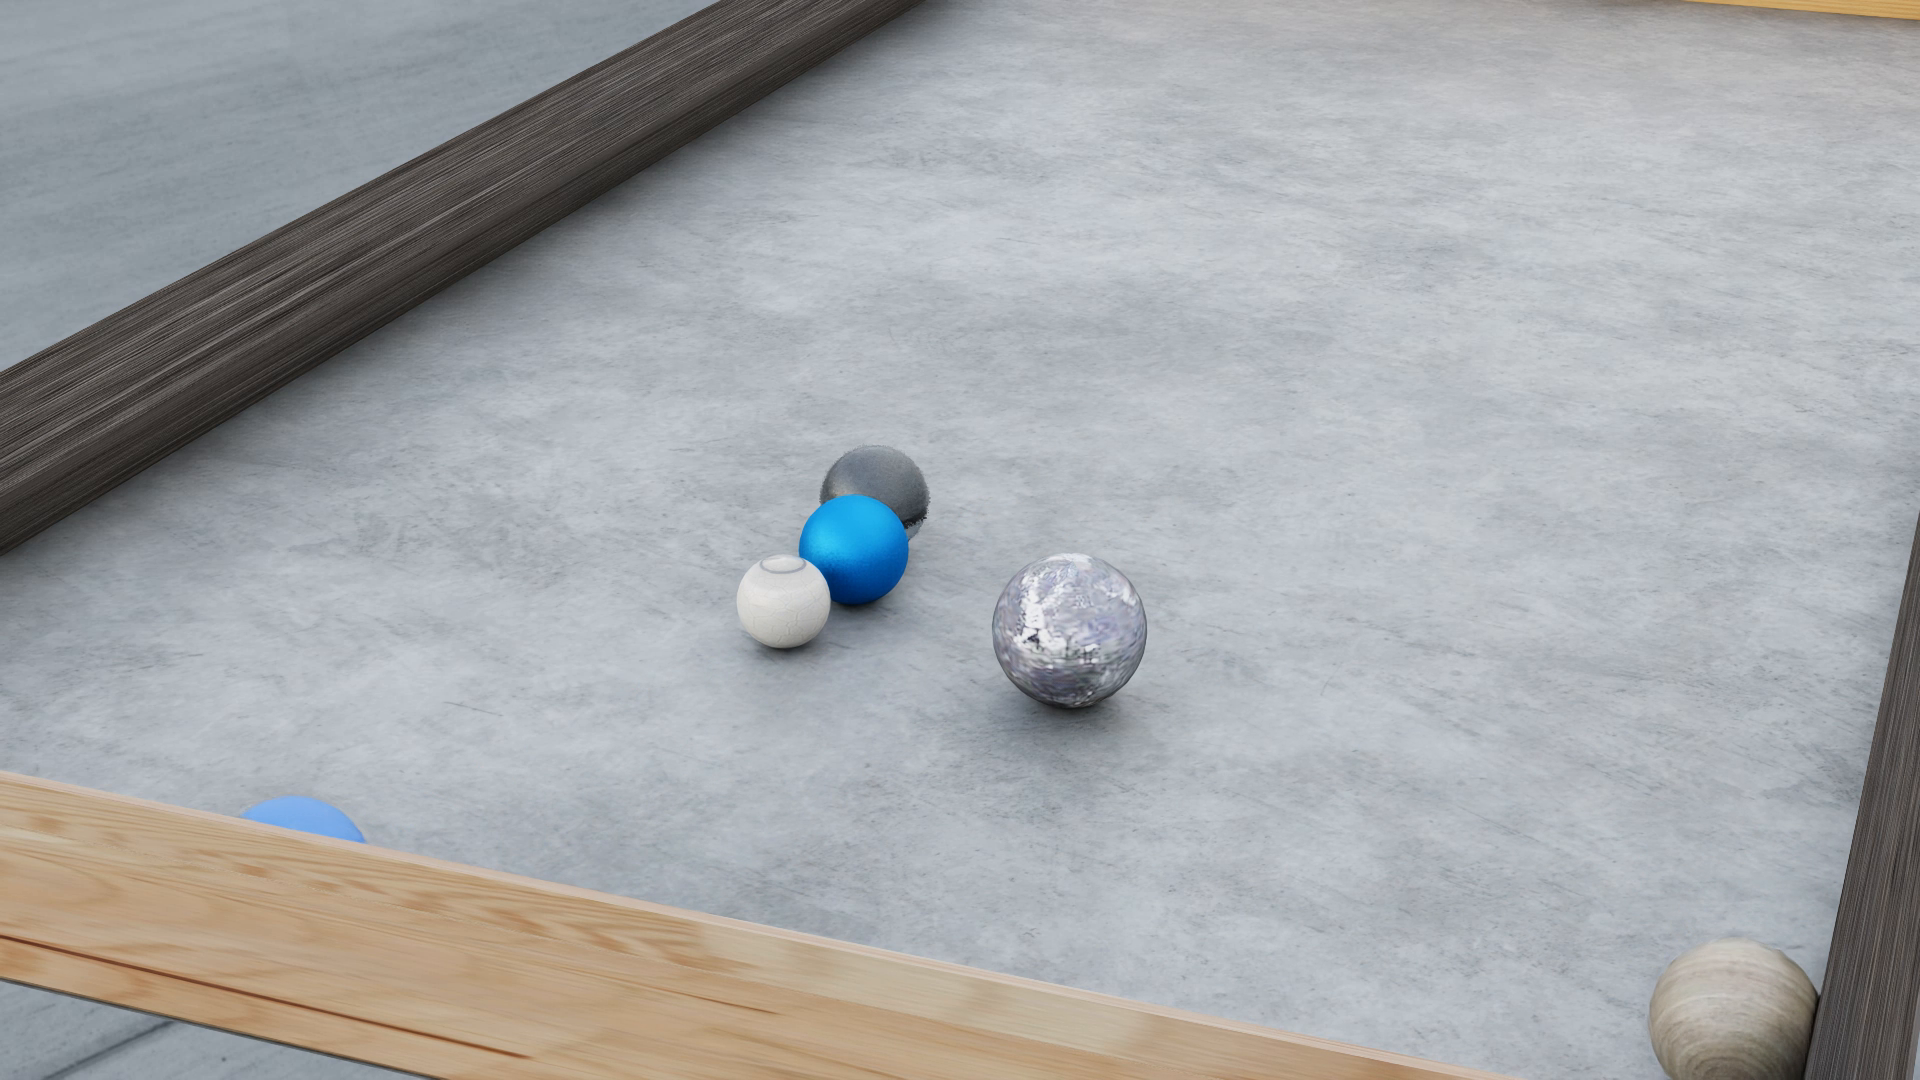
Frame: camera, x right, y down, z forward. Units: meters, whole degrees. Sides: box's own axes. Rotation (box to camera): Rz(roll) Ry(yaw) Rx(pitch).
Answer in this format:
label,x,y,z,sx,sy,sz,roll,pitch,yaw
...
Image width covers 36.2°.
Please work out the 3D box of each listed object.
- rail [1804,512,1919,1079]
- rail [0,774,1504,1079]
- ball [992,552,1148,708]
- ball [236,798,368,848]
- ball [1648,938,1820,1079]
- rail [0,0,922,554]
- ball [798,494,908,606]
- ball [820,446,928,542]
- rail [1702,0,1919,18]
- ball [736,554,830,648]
label,x,y,z,sx,sy,sz,roll,pitch,yaw
rail,0.803,-0.173,2.293,0.045,0.125,2.527,9,25,19
rail,-0.215,0.205,1.432,1.285,0.125,0.045,9,25,19
ball,0.067,0.056,1.811,0.096,0.096,0.096,0,24,0
ball,-0.352,0.177,1.550,0.084,0.084,0.084,0,24,0
ball,0.375,0.234,1.423,0.083,0.083,0.083,0,24,0
rail,-0.355,-0.349,2.694,0.045,0.125,2.527,9,25,19
ball,-0.070,0.007,1.951,0.073,0.073,0.073,0,24,0
ball,-0.059,-0.028,2.027,0.075,0.075,0.075,0,24,0
rail,0.663,-0.728,3.555,1.285,0.125,0.045,9,25,19
ball,-0.113,0.039,1.892,0.061,0.061,0.061,0,24,0
